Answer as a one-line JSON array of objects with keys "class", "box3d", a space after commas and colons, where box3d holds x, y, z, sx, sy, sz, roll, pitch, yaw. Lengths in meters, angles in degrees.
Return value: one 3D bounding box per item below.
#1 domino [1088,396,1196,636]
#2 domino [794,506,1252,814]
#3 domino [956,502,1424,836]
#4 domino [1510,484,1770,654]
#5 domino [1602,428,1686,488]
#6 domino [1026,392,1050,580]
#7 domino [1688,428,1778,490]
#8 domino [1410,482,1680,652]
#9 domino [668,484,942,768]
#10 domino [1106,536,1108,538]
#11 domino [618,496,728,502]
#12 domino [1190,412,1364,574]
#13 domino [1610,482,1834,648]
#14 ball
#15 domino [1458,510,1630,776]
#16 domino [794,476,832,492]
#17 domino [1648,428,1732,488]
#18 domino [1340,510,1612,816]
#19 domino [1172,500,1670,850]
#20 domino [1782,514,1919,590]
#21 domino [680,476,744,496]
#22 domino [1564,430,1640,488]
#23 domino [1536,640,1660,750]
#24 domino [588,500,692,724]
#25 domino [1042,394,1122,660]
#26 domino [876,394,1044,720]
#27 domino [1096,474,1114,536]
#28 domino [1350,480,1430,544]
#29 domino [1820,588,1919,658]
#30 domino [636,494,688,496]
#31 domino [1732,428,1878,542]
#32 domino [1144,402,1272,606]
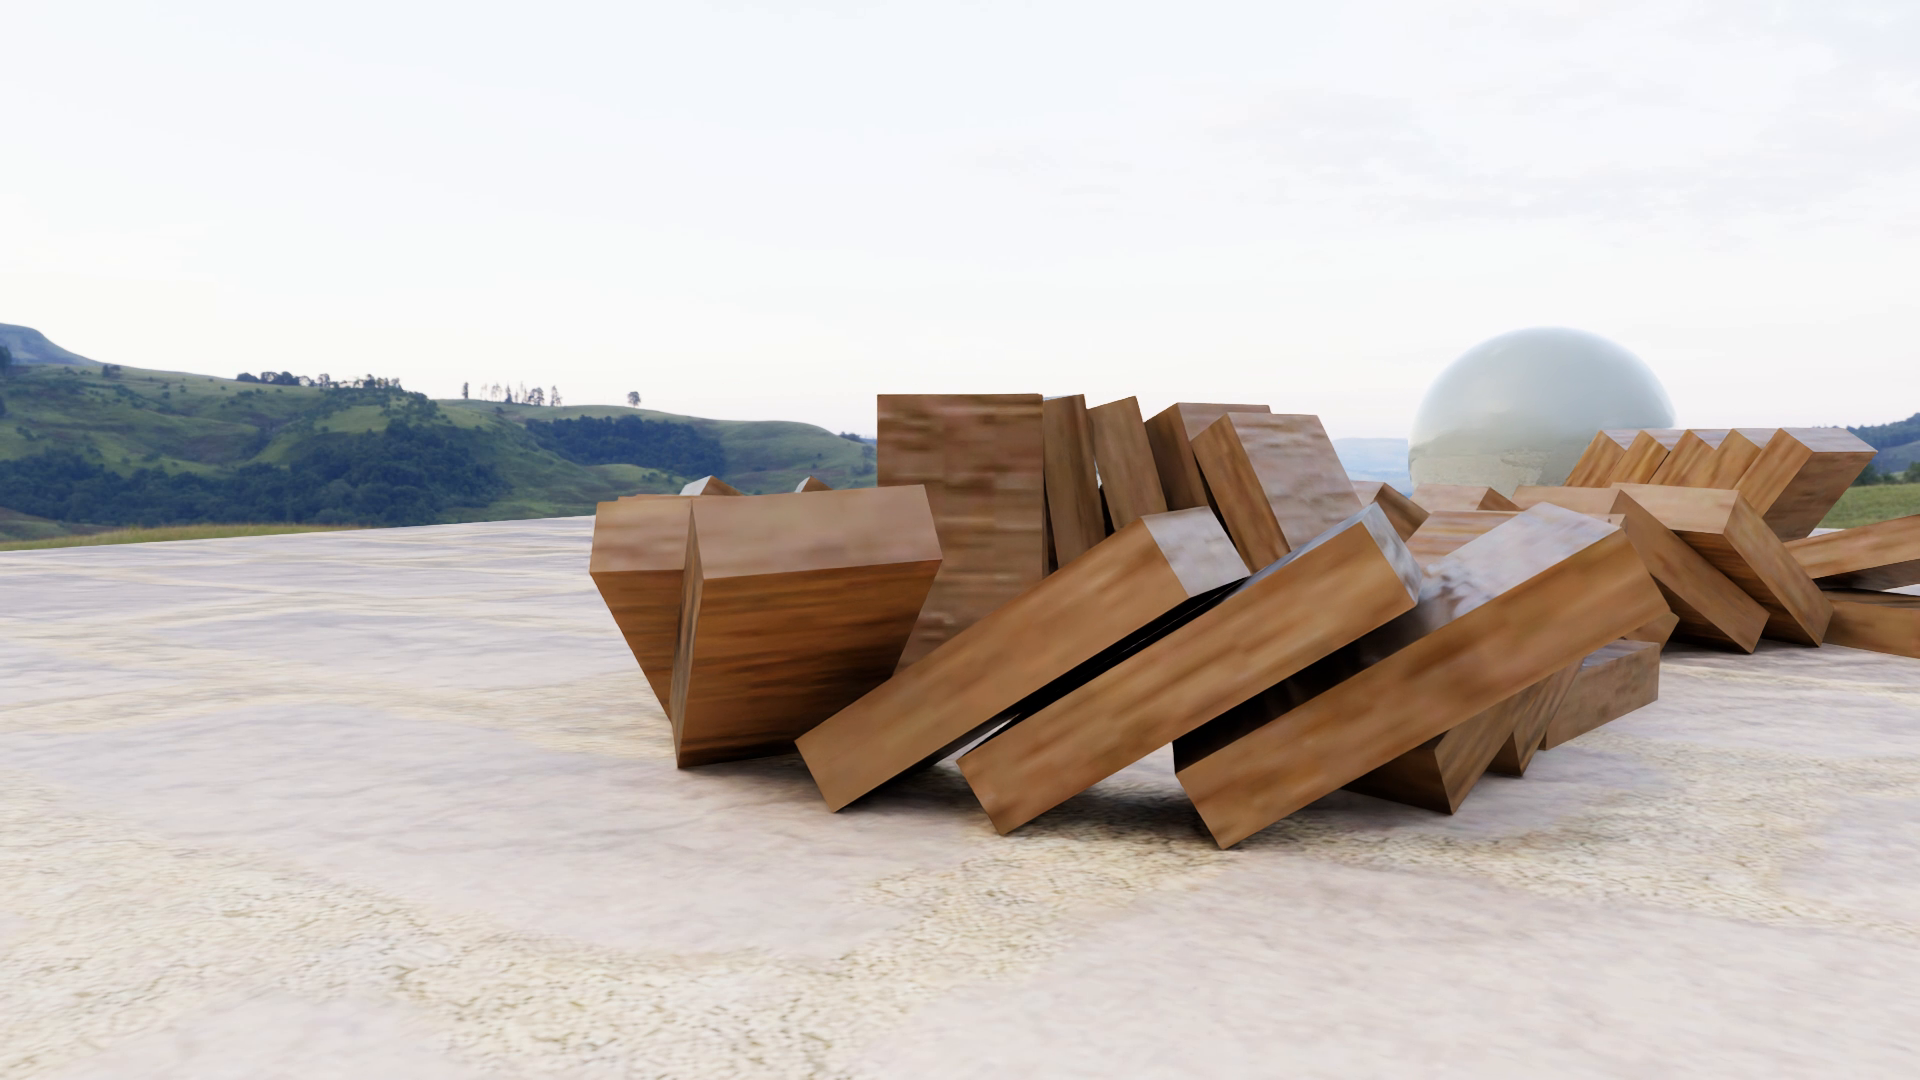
[{"class": "domino", "box3d": [0.033, 0.000, 0.230, 0.010, 0.050, 0.025, -16, 3, 7]}, {"class": "domino", "box3d": [0.007, 0.014, 0.150, 0.050, 0.010, 0.025, -35, -11, 24]}, {"class": "domino", "box3d": [0.026, 0.014, 0.142, 0.050, 0.009, 0.025, -34, -7, 21]}, {"class": "domino", "box3d": [0.138, 0.006, 0.263, 0.050, 0.010, 0.025, 32, -8, -21]}, {"class": "domino", "box3d": [0.179, -0.006, 0.341, 0.025, 0.050, 0.009, -2, 40, -27]}, {"class": "domino", "box3d": [0.001, 0.001, 0.217, 0.025, 0.050, 0.010, 3, 13, 31]}, {"class": "domino", "box3d": [0.189, -0.005, 0.320, 0.025, 0.050, 0.009, -2, 40, -27]}, {"class": "domino", "box3d": [0.117, 0.006, 0.261, 0.050, 0.010, 0.025, 31, -2, -11]}, {"class": "domino", "box3d": [-0.021, 0.012, 0.154, 0.025, 0.010, 0.050, -5, -30, -18]}, {"class": "domino", "box3d": [0.028, 0.005, 0.256, 0.050, 0.009, 0.025, 35, 1, -6]}, {"class": "domino", "box3d": [-0.032, 0.010, 0.193, 0.025, 0.009, 0.050, 0, -29, 6]}, {"class": "domino", "box3d": [0.060, 0.002, 0.217, 0.025, 0.050, 0.009, -3, -26, -39]}, {"class": "domino", "box3d": [0.157, 0.005, 0.267, 0.050, 0.009, 0.025, 33, -12, -31]}, {"class": "ball", "box3d": [0.186, -0.028, 0.411, 0.080, 0.080, 0.080, 0, 4, 0]}, {"class": "domino", "box3d": [0.076, 0.013, 0.185, 0.025, 0.009, 0.050, 3, 33, 43]}, {"class": "domino", "box3d": [-0.011, 0.005, 0.251, 0.050, 0.009, 0.025, 32, -7, -10]}, {"class": "domino", "box3d": [0.184, -0.005, 0.331, 0.025, 0.050, 0.010, -2, 40, -27]}, {"class": "domino", "box3d": [0.063, 0.014, 0.168, 0.050, 0.009, 0.025, -39, 27, -32]}, {"class": "domino", "box3d": [0.048, 0.014, 0.142, 0.050, 0.009, 0.025, -32, 2, 11]}, {"class": "domino", "box3d": [0.207, 0.004, 0.289, 0.025, 0.009, 0.050, 12, -21, -36]}, {"class": "domino", "box3d": [-0.030, 0.006, 0.242, 0.050, 0.010, 0.025, 32, -13, -18]}, {"class": "domino", "box3d": [0.173, -0.007, 0.351, 0.025, 0.050, 0.009, -2, 40, -27]}, {"class": "domino", "box3d": [0.090, 0.023, 0.204, 0.025, 0.009, 0.050, 4, 6, 44]}, {"class": "domino", "box3d": [-0.031, 0.011, 0.173, 0.025, 0.010, 0.050, -2, -29, -1]}, {"class": "domino", "box3d": [0.016, 0.000, 0.228, 0.009, 0.050, 0.025, -12, 8, -19]}, {"class": "domino", "box3d": [0.000, 0.002, 0.200, 0.025, 0.050, 0.009, 0, 6, 0]}, {"class": "domino", "box3d": [0.045, 0.005, 0.257, 0.050, 0.009, 0.025, 35, 1, -6]}, {"class": "domino", "box3d": [0.097, 0.005, 0.259, 0.050, 0.009, 0.025, 33, 0, -8]}, {"class": "domino", "box3d": [0.199, 0.018, 0.269, 0.025, 0.009, 0.050, -1, 4, -14]}, {"class": "domino", "box3d": [-0.032, 0.009, 0.214, 0.025, 0.009, 0.050, 2, -28, 22]}, {"class": "domino", "box3d": [0.193, -0.004, 0.309, 0.025, 0.050, 0.009, -2, 40, -27]}, {"class": "domino", "box3d": [0.051, 0.001, 0.228, 0.025, 0.050, 0.010, -3, -18, -38]}]
